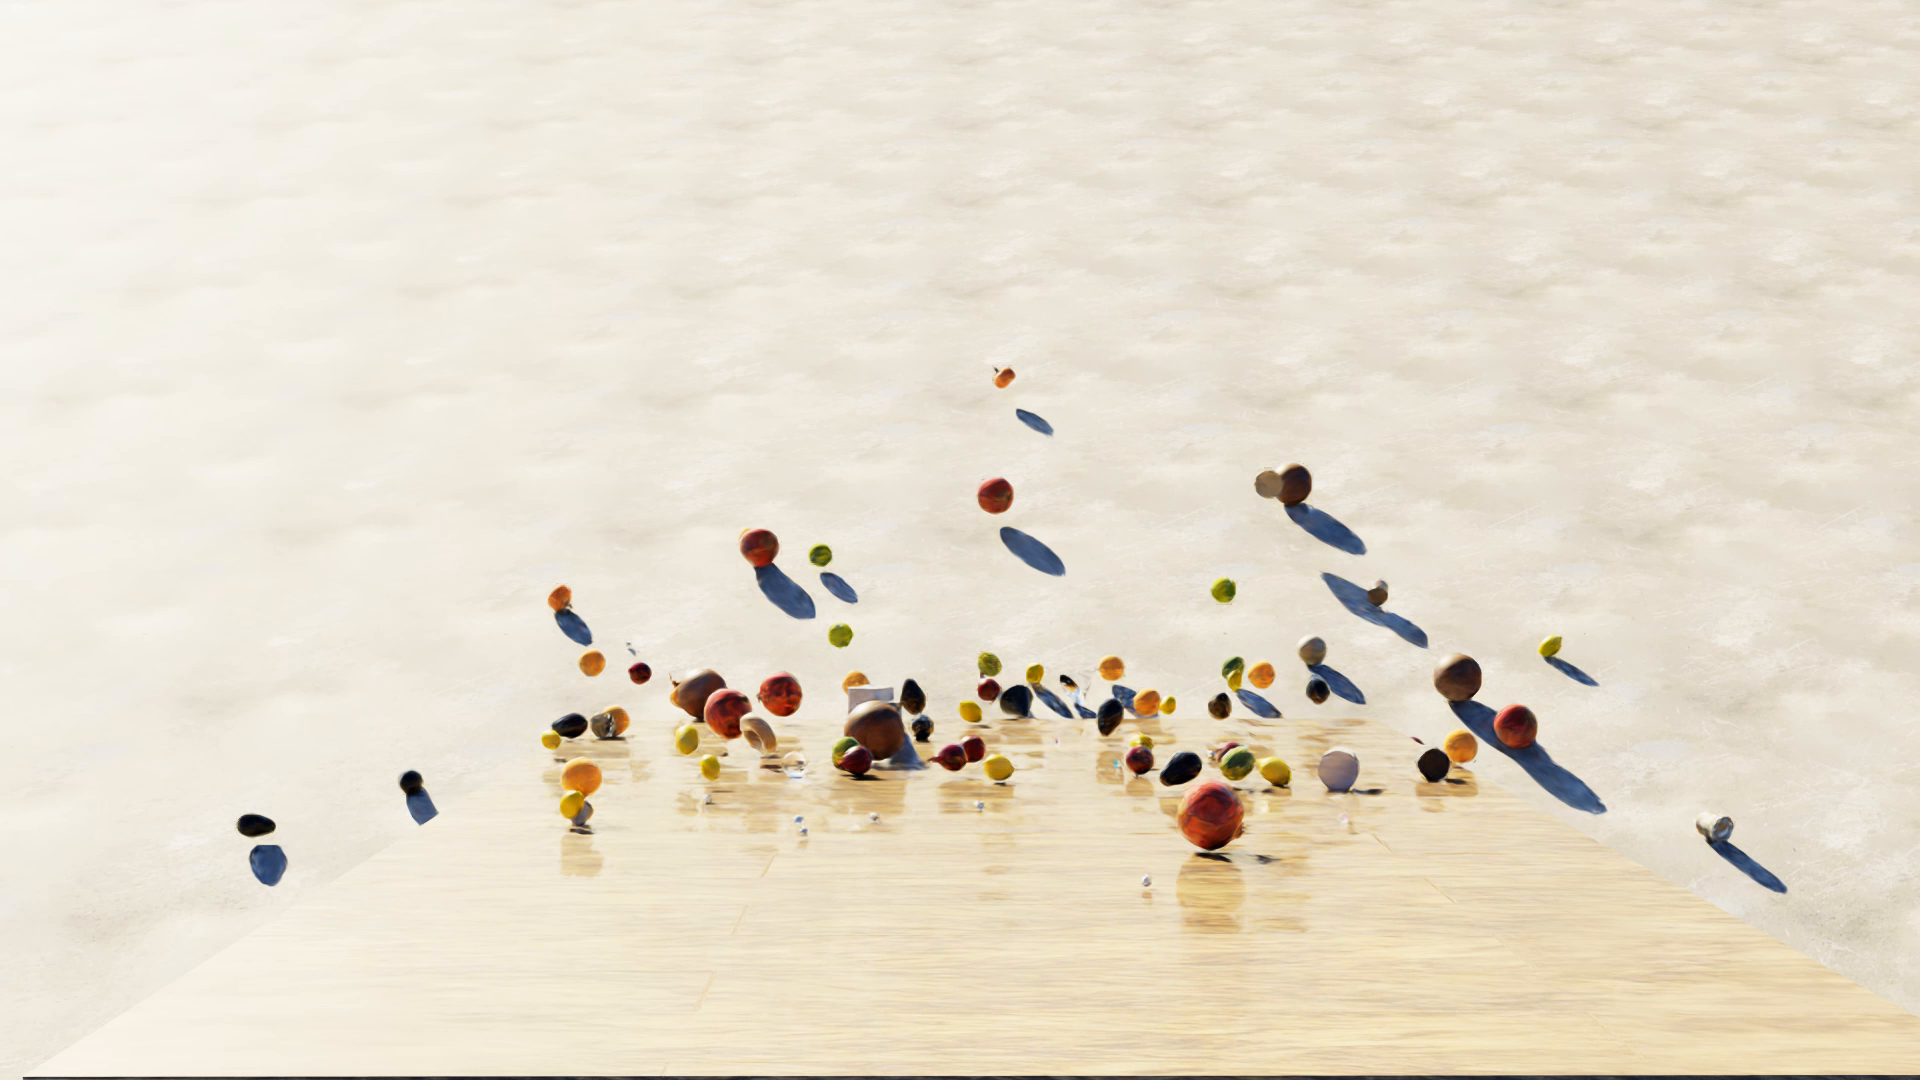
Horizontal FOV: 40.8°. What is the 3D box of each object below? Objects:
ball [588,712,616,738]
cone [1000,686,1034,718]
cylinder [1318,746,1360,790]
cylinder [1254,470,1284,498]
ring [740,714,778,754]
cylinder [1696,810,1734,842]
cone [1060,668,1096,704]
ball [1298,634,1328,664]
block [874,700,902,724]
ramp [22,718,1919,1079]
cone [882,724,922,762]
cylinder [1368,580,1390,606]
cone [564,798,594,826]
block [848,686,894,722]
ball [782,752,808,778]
[{"bbox_3d":[-0.844,0.435,6.088,0.062,0.062,0.062,0,27,0],"label":"ball"},{"bbox_3d":[0.161,0.437,6.659,0.092,0.092,0.092,-8,28,-16],"label":"cone"},{"bbox_3d":[0.741,0.447,5.045,0.078,0.078,0.078,5,2,11],"label":"cylinder"},{"bbox_3d":[0.915,-0.166,7.661,0.084,0.084,0.084,2,3,4],"label":"cylinder"},{"bbox_3d":[-0.428,0.411,5.477,0.100,0.100,0.033,25,52,40],"label":"ring"},{"bbox_3d":[1.821,0.690,6.227,0.062,0.062,0.062,-12,14,-23],"label":"cylinder"},{"bbox_3d":[0.329,0.367,6.819,0.095,0.095,0.095,26,60,41],"label":"cone"},{"bbox_3d":[0.956,0.298,7.005,0.082,0.082,0.082,0,27,0],"label":"ball"},{"bbox_3d":[-0.183,0.432,6.497,0.051,0.051,0.051,1,1,30],"label":"block"},{"bbox_3d":[0.060,0.546,4.582,2.000,0.100,4.000,0,1,0],"label":"ramp"},{"bbox_3d":[-0.124,0.434,5.567,0.084,0.084,0.084,0,1,0],"label":"cone"},{"bbox_3d":[1.180,0.148,7.284,0.057,0.057,0.057,6,24,11],"label":"cylinder"},{"bbox_3d":[-0.668,0.486,4.504,0.051,0.051,0.051,0,28,-1],"label":"cone"},{"bbox_3d":[-0.225,0.415,6.561,0.083,0.083,0.083,1,1,30],"label":"block"},{"bbox_3d":[-0.334,0.456,5.243,0.054,0.054,0.054,0,27,0],"label":"ball"}]
